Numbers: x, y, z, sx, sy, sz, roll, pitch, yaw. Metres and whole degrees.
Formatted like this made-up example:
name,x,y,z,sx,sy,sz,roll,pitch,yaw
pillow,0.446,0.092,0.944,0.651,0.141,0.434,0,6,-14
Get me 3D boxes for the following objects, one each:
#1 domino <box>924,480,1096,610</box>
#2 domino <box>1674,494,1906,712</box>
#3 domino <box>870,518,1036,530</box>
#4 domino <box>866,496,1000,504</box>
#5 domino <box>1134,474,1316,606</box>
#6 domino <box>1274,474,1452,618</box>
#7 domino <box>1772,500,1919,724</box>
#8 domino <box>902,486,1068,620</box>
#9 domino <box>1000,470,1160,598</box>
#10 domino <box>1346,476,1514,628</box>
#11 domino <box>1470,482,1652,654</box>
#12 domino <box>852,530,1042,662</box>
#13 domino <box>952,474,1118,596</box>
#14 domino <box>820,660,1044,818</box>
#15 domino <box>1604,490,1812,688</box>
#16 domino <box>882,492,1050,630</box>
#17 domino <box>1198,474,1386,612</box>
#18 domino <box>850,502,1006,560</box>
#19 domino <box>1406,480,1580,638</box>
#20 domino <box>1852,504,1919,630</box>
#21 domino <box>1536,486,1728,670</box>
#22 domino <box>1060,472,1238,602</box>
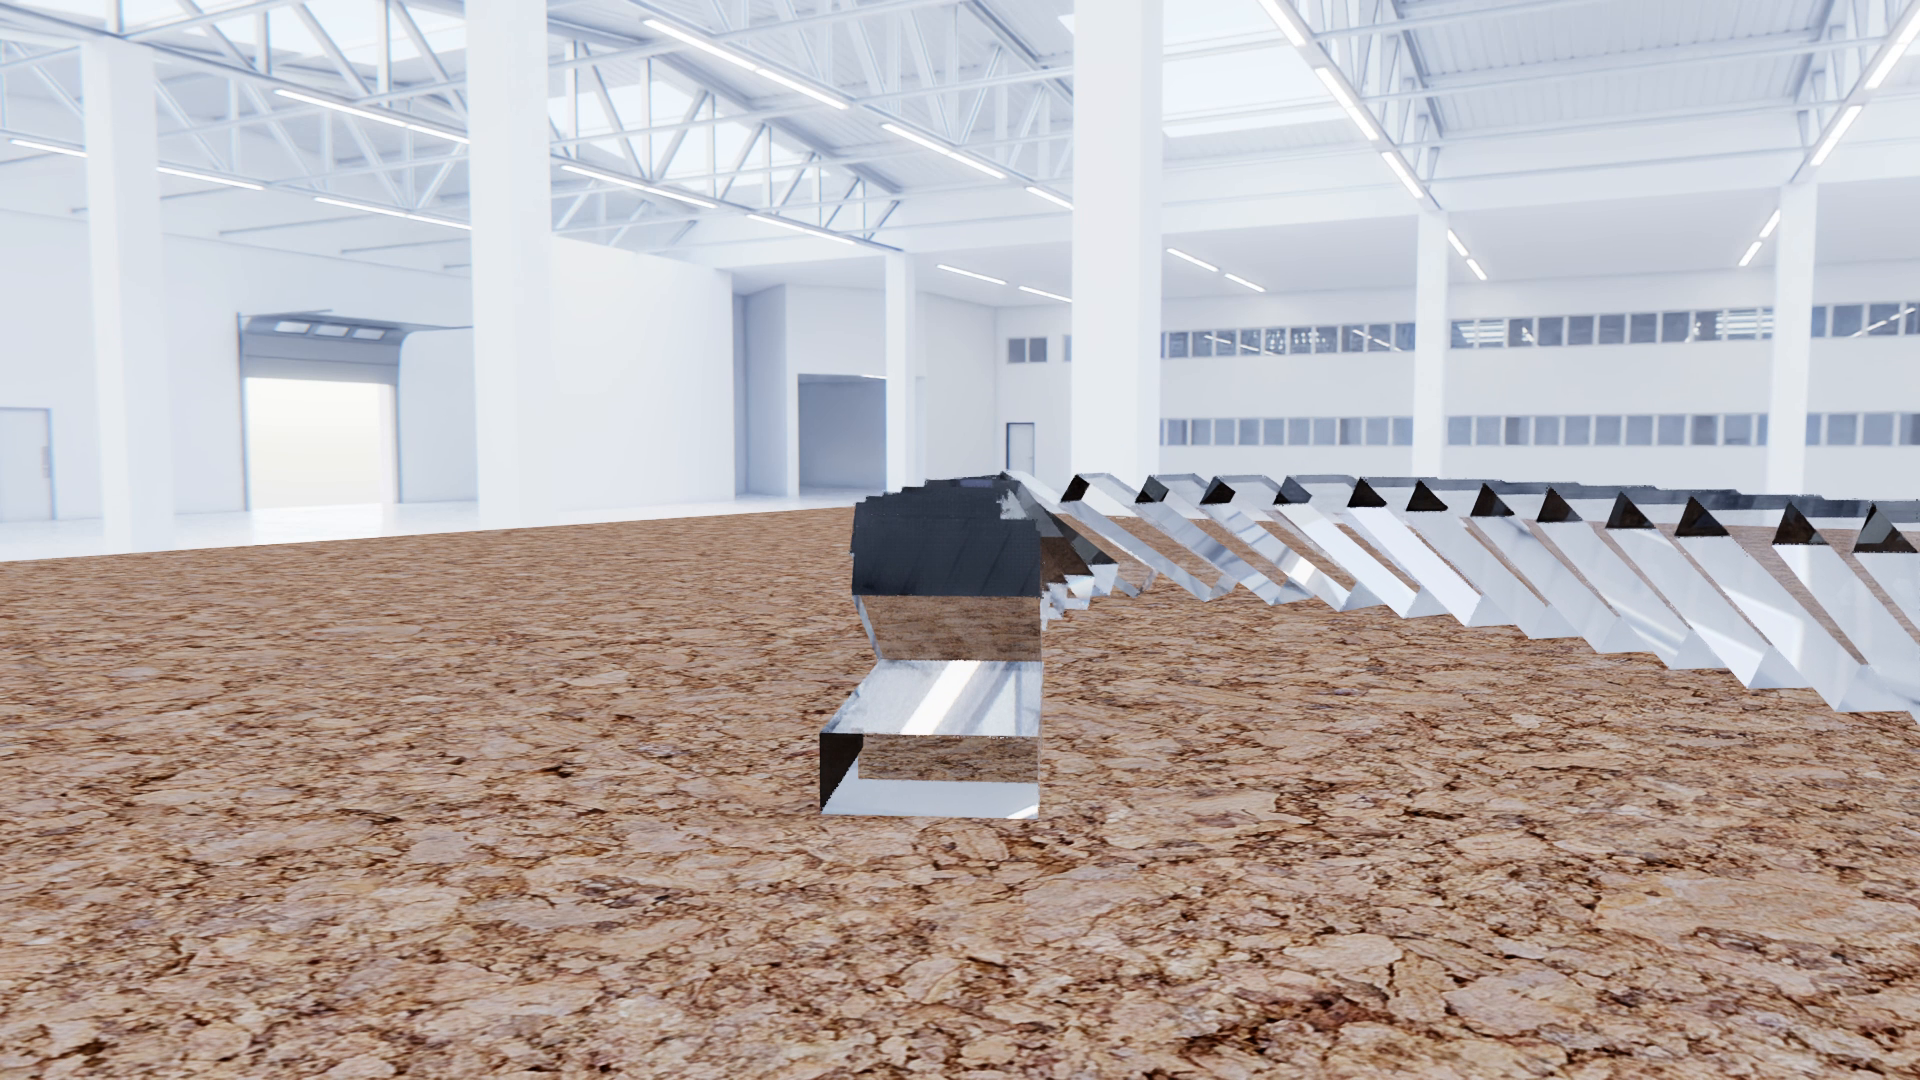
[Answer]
name,x,y,z,sx,sy,sz,roll,pitch,yaw
domino,0.012,0.002,0.316,0.025,0.009,0.050,2,-27,29
domino,0.151,0.009,0.223,0.025,0.010,0.050,0,34,-4
domino,0.000,0.011,0.215,0.025,0.009,0.050,1,-23,3
domino,-0.001,0.007,0.257,0.025,0.010,0.050,1,-25,13
domino,0.076,-0.001,0.358,0.025,0.010,0.050,-5,37,-49
domino,0.108,0.000,0.333,0.025,0.010,0.050,-2,36,-34
domino,0.154,0.011,0.202,0.025,0.009,0.050,0,34,4
domino,0.006,0.004,0.297,0.025,0.009,0.050,2,-25,22
domino,0.033,-0.002,0.365,0.050,0.009,0.025,34,12,13
domino,0.121,0.002,0.317,0.025,0.009,0.050,-1,35,-22
domino,0.137,0.005,0.281,0.025,0.009,0.050,-1,35,-14
domino,0.000,0.013,0.194,0.025,0.010,0.050,0,-22,4
domino,0.016,0.000,0.336,0.025,0.009,0.050,-3,-29,46
domino,-0.002,0.025,0.171,0.025,0.009,0.050,0,4,4
domino,0.148,0.008,0.242,0.025,0.010,0.050,0,34,-6
domino,0.002,0.005,0.277,0.025,0.010,0.050,1,-25,17
domino,0.091,0.000,0.346,0.025,0.009,0.050,-4,37,-44
domino,-0.002,0.009,0.236,0.025,0.009,0.050,1,-25,9
domino,0.130,0.003,0.300,0.025,0.010,0.050,-1,35,-19
domino,0.154,0.012,0.183,0.025,0.009,0.050,0,34,5
domino,0.143,0.006,0.262,0.025,0.009,0.050,-1,35,-9
domino,0.055,-0.002,0.364,0.050,0.009,0.025,36,19,21
